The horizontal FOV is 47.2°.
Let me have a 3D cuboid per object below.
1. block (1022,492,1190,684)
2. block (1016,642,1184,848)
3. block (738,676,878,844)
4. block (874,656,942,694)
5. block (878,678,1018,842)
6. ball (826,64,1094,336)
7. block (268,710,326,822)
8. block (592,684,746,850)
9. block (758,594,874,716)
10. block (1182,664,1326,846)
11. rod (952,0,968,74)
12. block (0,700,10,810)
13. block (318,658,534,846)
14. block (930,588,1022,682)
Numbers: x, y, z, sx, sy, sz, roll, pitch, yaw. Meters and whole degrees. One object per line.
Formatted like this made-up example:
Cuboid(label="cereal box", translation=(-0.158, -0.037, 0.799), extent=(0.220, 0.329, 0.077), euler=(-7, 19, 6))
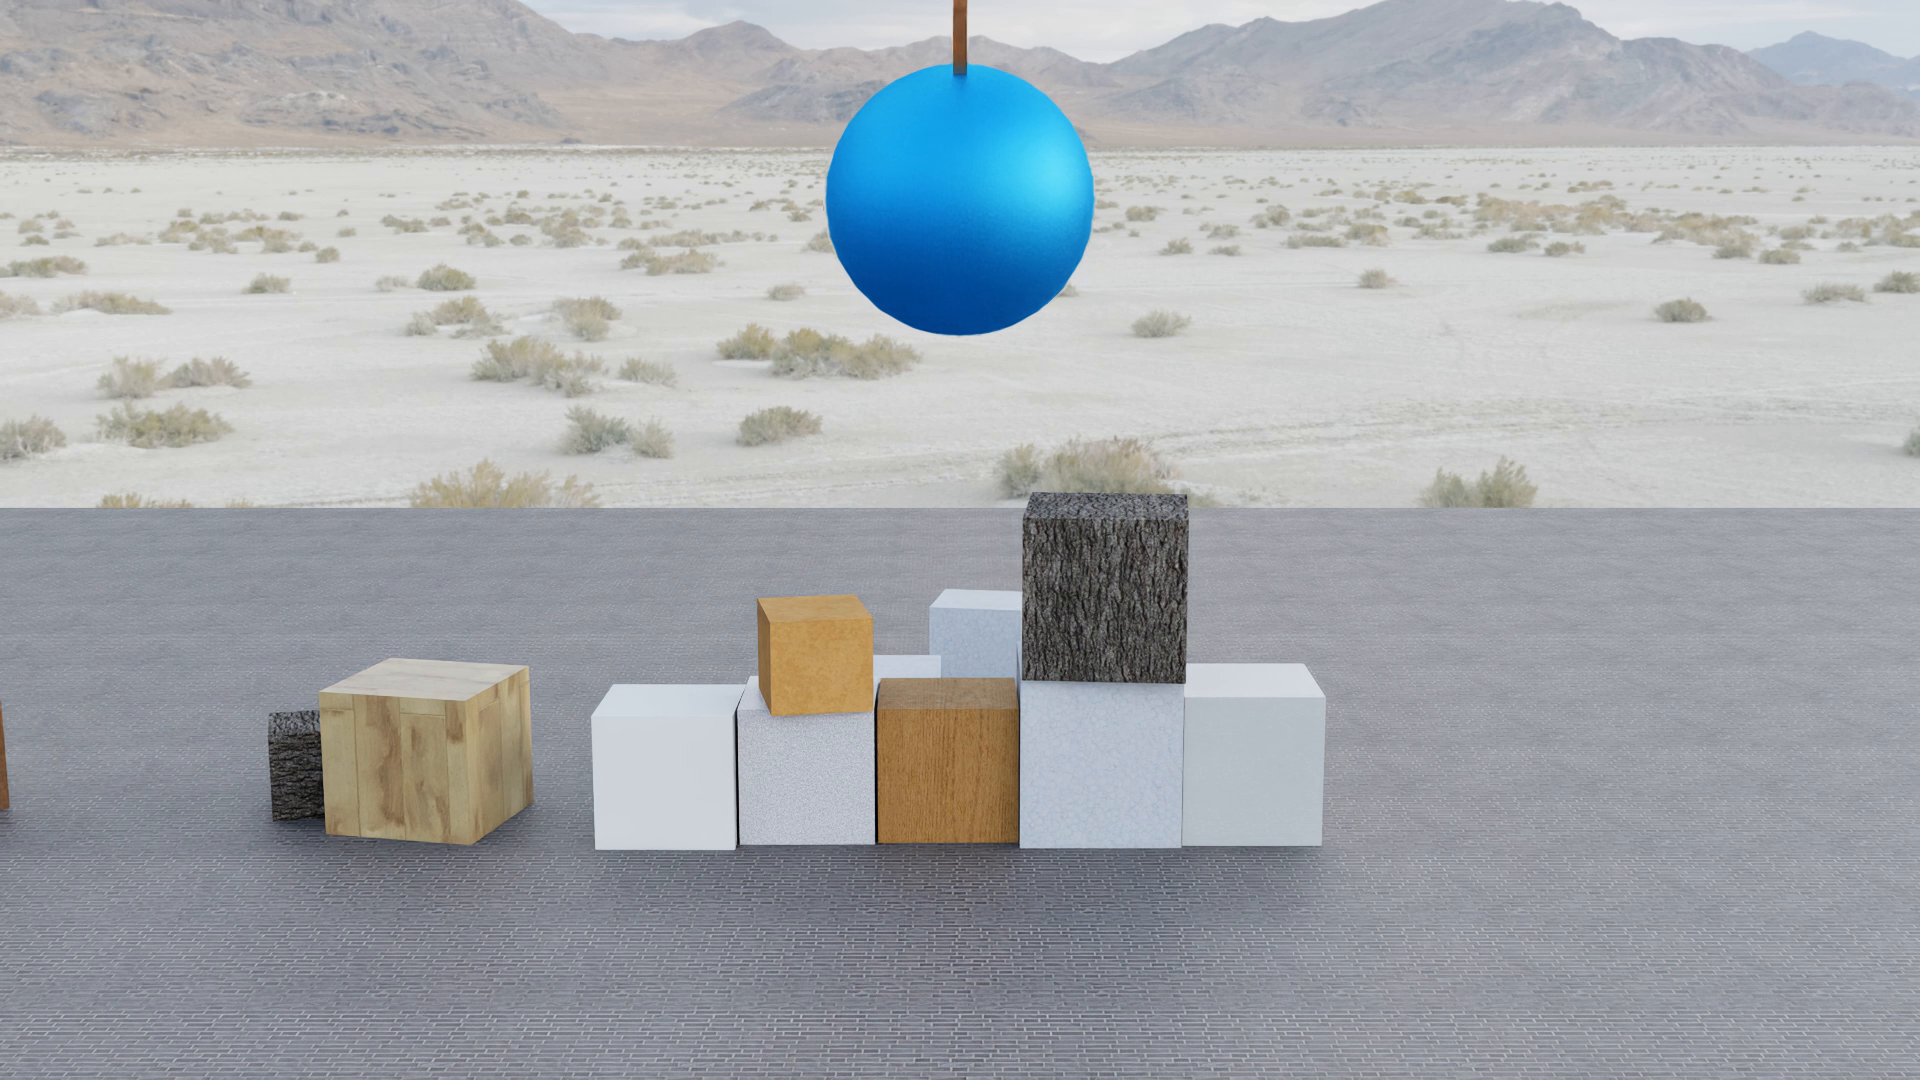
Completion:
Cuboid(label="block", translation=(0.742, 0.227, 11.135), extent=(0.806, 0.813, 0.803), euler=(1, 10, 5))
Cuboid(label="block", translation=(0.707, 1.043, 11.374), extent=(0.811, 0.878, 0.822), euler=(0, 10, 0))
Cuboid(label="block", translation=(-0.772, 1.130, 11.388), extent=(0.682, 0.703, 0.698), euler=(0, 10, 0))
Cuboid(label="block", translation=(-0.423, 1.019, 12.196), extent=(0.636, 0.631, 0.638), euler=(0, 10, 0))
Cuboid(label="block", translation=(-0.063, 1.131, 11.398), extent=(0.709, 0.697, 0.658), euler=(0, 10, -1))
Cuboid(label="ball", translation=(0.000, -2.011, 13.060), extent=(1.600, 1.600, 1.600), euler=(0, 10, 0))
Cuboid(label="block", translation=(-3.453, 1.191, 11.712), extent=(0.414, 0.467, 0.461), euler=(-3, 11, -16))
Cuboid(label="block", translation=(-1.474, 1.156, 11.282), extent=(0.700, 0.690, 0.652), euler=(0, 10, 1))
Cuboid(label="block", translation=(-0.738, 0.576, 11.151), extent=(0.511, 0.473, 0.594), euler=(-2, 11, -11))
Cuboid(label="block", translation=(1.471, 1.098, 11.376), extent=(0.705, 0.769, 0.722), euler=(0, 10, 0))
Cuboid(label="rod", translation=(0.000, -4.897, 11.263), extent=(0.080, 5.200, 0.080), euler=(0, 32, 0))
Cuboid(label="block", translation=(-5.531, 1.152, 11.580), extent=(0.716, 0.590, 0.621), euler=(6, 12, 29))
Cuboid(label="block", translation=(-2.772, 1.088, 11.483), extent=(0.805, 0.750, 0.762), euler=(2, 11, 13))
Cuboid(label="block", translation=(0.146, 0.672, 14.226), extent=(0.590, 0.588, 0.582), euler=(2, 10, 10))
